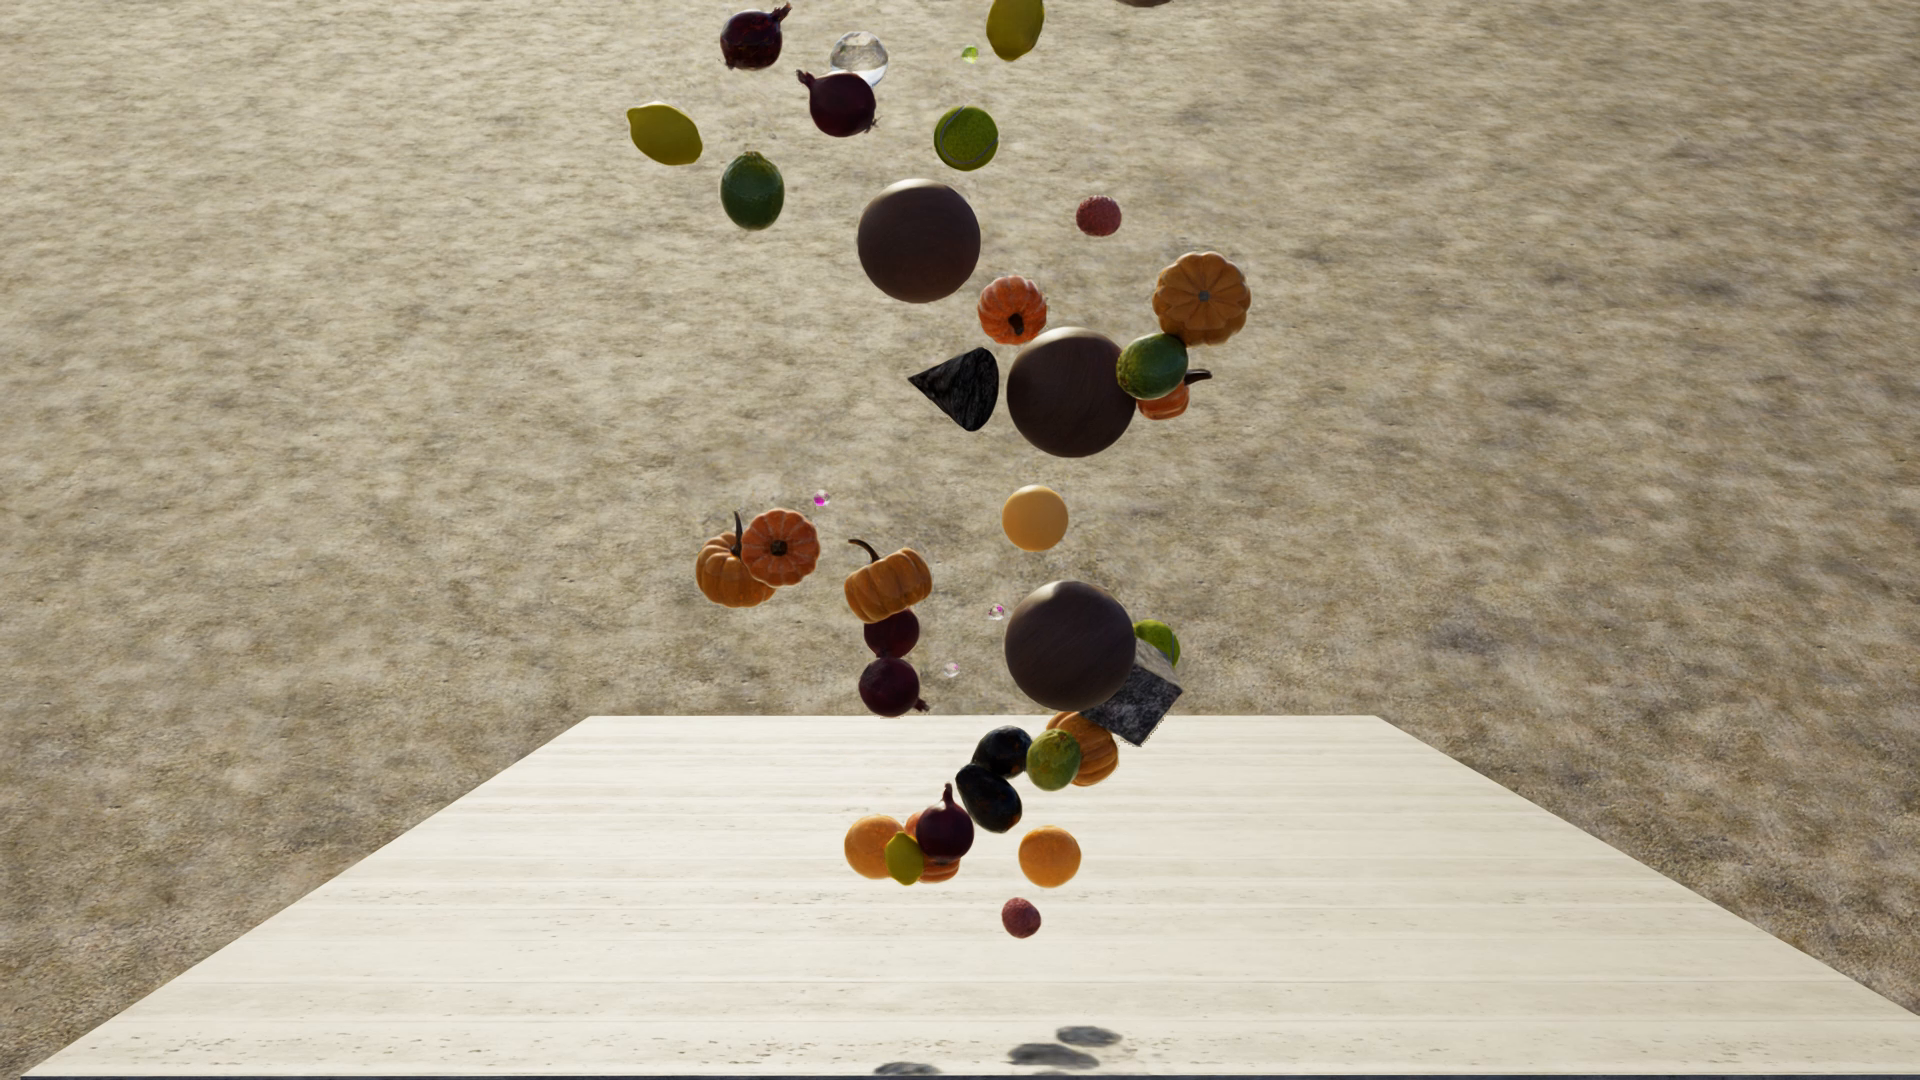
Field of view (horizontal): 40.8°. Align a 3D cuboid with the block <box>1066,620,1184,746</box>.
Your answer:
[{"bbox_3d":[0.179,0.157,2.825,0.082,0.082,0.082,29,19,-21],"label":"block"}]

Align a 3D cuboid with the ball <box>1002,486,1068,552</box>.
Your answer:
[{"bbox_3d":[0.079,-0.023,2.698,0.070,0.070,0.070,0,26,0],"label":"ball"}]

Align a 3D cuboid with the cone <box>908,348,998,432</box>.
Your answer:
[{"bbox_3d":[-0.018,-0.154,2.542,0.083,0.083,0.083,11,28,31],"label":"cone"}]

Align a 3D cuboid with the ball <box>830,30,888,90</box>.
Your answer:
[{"bbox_3d":[-0.097,-0.459,2.470,0.056,0.056,0.056,0,26,0],"label":"ball"}]

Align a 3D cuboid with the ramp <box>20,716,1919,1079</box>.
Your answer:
[{"bbox_3d":[0.060,0.541,4.577,2.000,0.100,4.000,0,1,0],"label":"ramp"}]
